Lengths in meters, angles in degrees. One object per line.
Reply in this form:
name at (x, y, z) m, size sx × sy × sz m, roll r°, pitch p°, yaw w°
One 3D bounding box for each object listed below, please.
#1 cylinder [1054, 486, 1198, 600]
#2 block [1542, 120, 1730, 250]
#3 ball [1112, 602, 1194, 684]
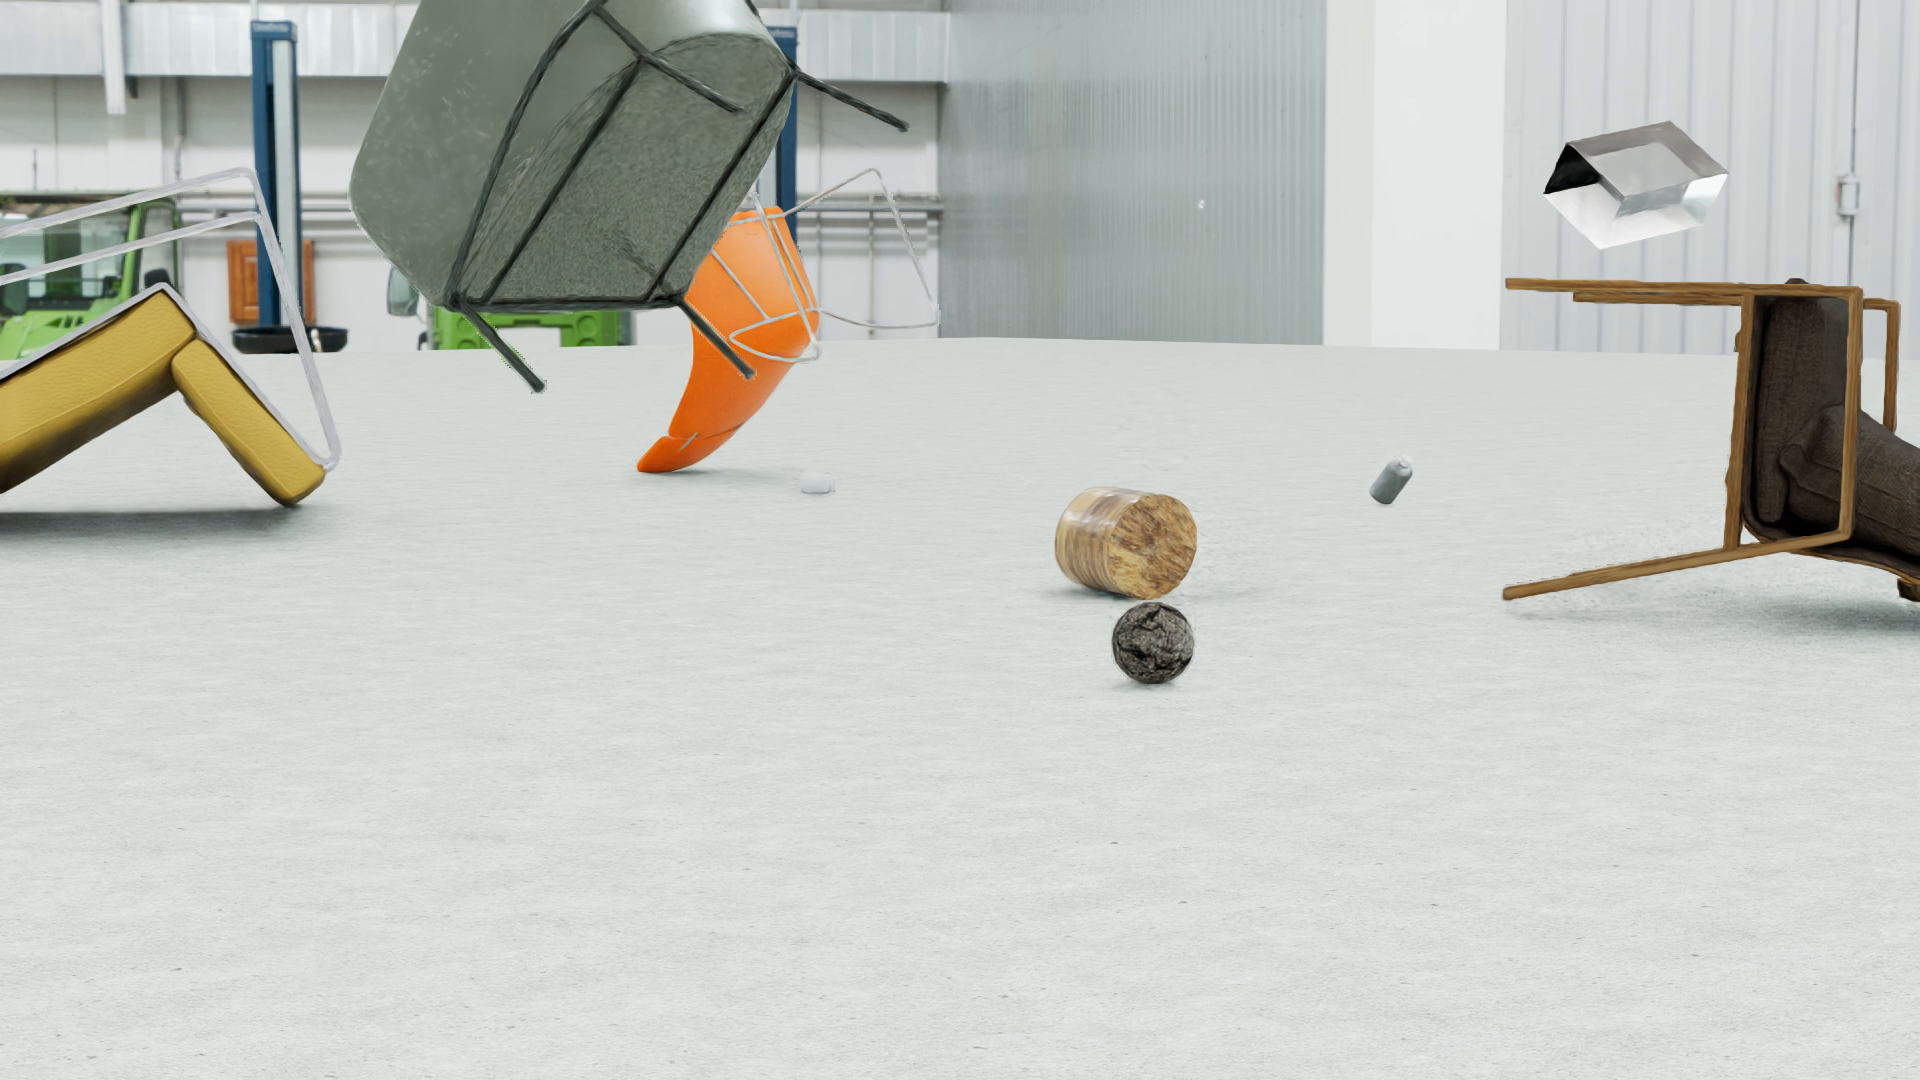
cylinder at (0.342, 0.003, 5.329) m, size 0.197 × 0.224 × 0.249 m, roll 35°, pitch -9°, yaw -23°
block at (1.434, -0.756, 5.449) m, size 0.310 × 0.140 × 0.190 m, roll -15°, pitch 51°, yaw -30°
ball at (0.312, 0.167, 4.145) m, size 0.133 × 0.133 × 0.133 m, roll 0°, pitch 6°, yaw 0°
